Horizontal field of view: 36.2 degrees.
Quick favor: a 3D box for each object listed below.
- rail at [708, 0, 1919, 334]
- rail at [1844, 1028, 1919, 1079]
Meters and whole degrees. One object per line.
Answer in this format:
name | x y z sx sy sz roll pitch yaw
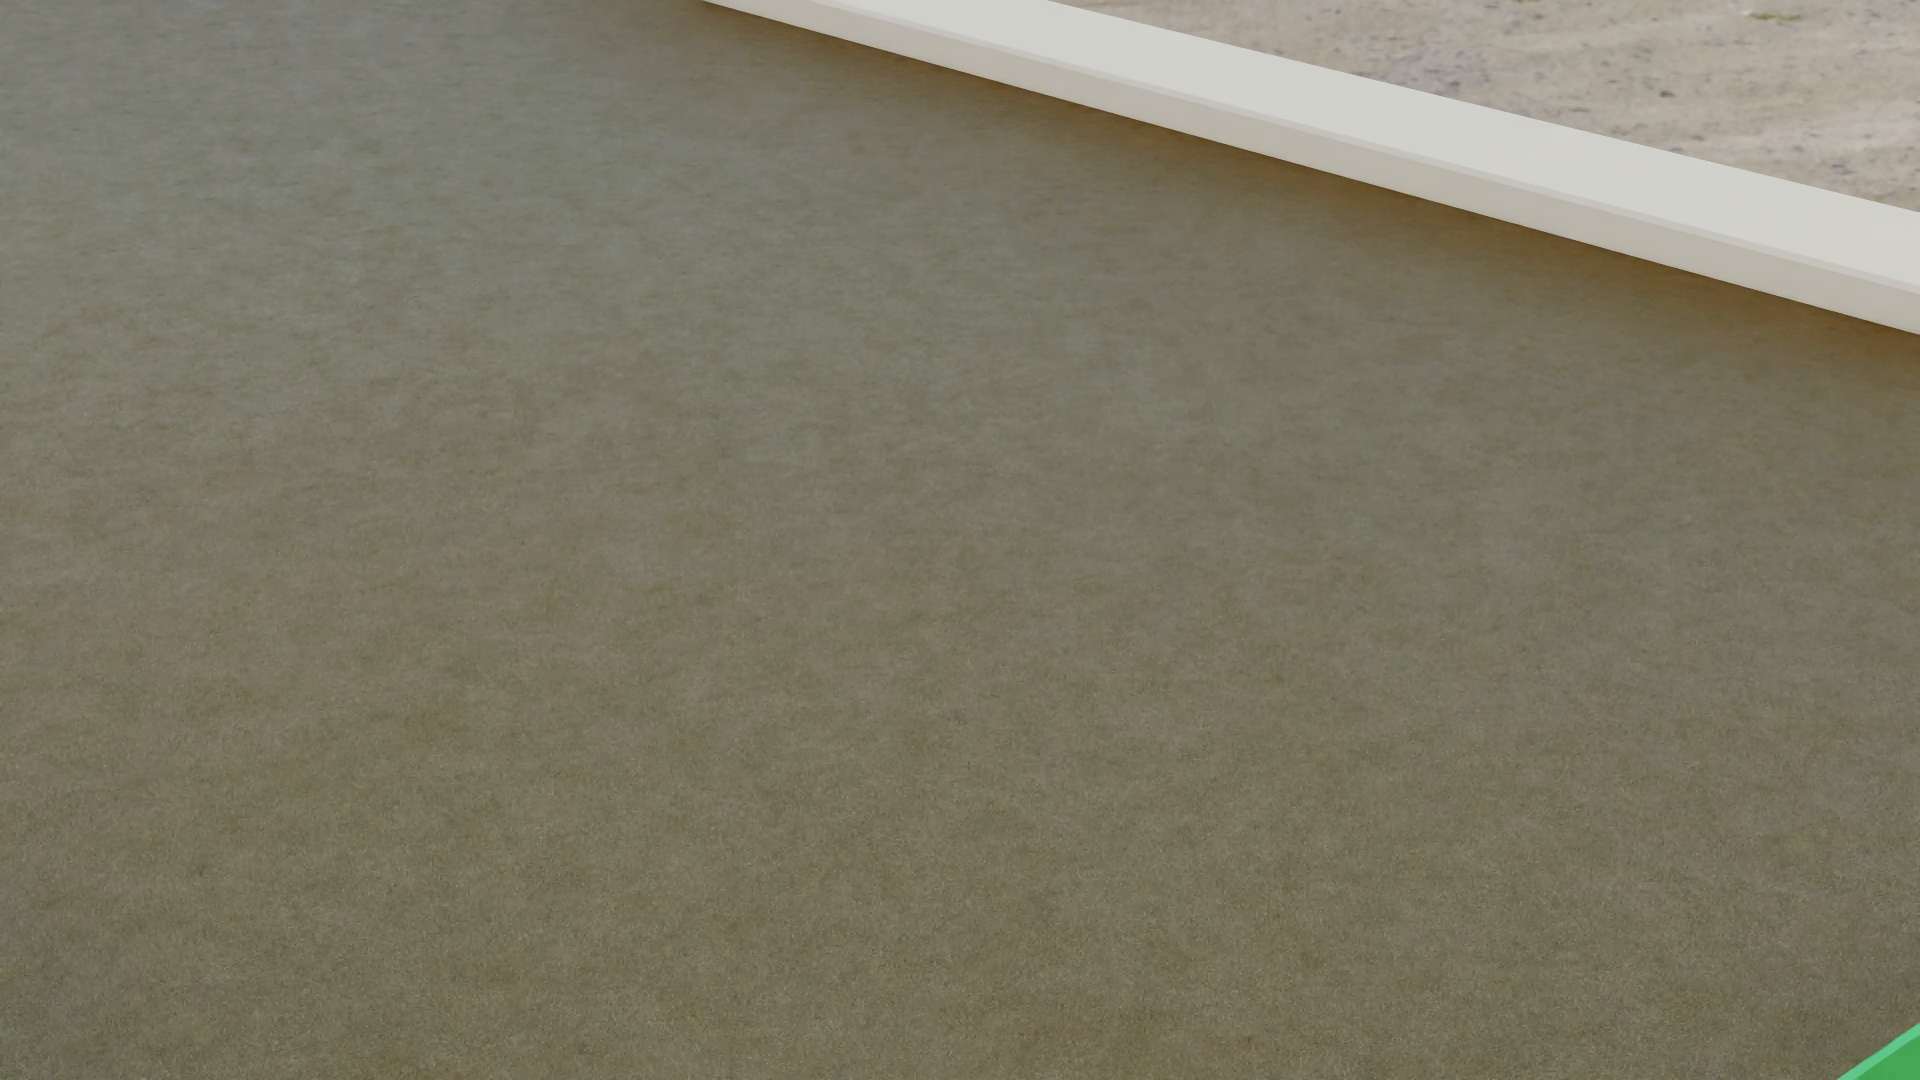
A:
rail | 0.126 -0.601 3.666 0.045 0.119 3.902 -20 30 -38
rail | 0.641 0.247 1.704 2.166 0.119 0.045 -20 30 -38
